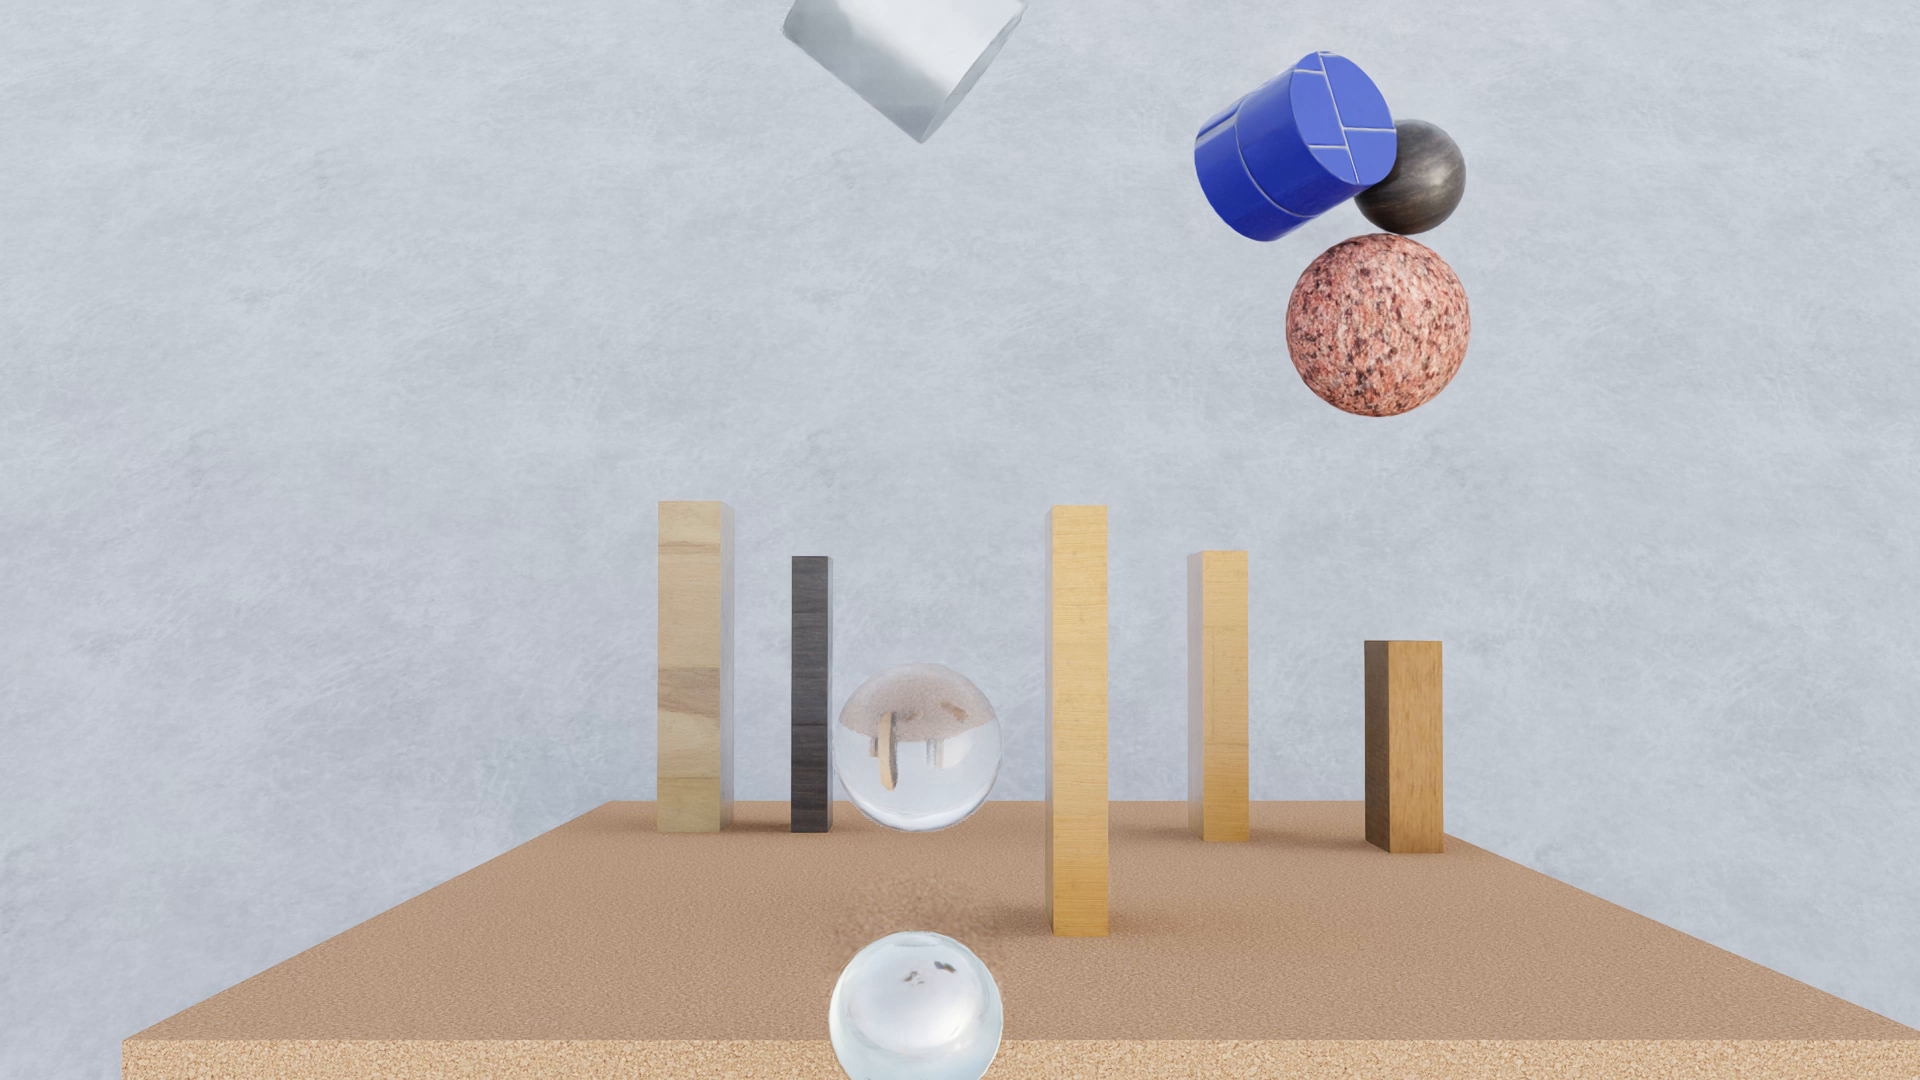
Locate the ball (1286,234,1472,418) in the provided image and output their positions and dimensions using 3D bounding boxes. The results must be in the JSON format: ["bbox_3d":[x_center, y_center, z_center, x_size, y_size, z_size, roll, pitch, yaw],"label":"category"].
[{"bbox_3d":[0.448,-0.230,2.785,0.197,0.197,0.197,0,35,0],"label":"ball"}]

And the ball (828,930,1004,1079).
[{"bbox_3d":[-0.047,0.509,2.762,0.185,0.185,0.185,0,35,0],"label":"ball"}]

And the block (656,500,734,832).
[{"bbox_3d":[-0.605,0.288,5.983,0.140,0.739,0.361,0,-2,0],"label":"block"}]

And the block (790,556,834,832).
[{"bbox_3d":[-0.335,0.347,5.906,0.081,0.615,0.243,0,-2,0],"label":"block"}]

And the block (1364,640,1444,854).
[{"bbox_3d":[0.922,0.424,5.410,0.108,0.428,0.318,0,-2,0],"label":"block"}]

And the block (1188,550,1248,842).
[{"bbox_3d":[0.567,0.339,5.736,0.096,0.620,0.385,0,-2,0],"label":"block"}]

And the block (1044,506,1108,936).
[{"bbox_3d":[0.178,0.272,4.014,0.081,0.635,0.362,0,-2,0],"label":"block"}]

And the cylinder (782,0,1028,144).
[{"bbox_3d":[-0.050,-0.476,2.376,0.160,0.160,0.160,38,42,-2],"label":"cylinder"}]

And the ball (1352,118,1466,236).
[{"bbox_3d":[0.479,-0.388,2.779,0.123,0.123,0.123,0,35,0],"label":"ball"}]

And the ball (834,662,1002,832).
[{"bbox_3d":[-0.047,0.233,2.932,0.191,0.191,0.191,0,35,0],"label":"ball"}]

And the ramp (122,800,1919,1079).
[{"bbox_3d":[0.078,0.669,4.855,2.000,0.100,4.000,0,-2,0],"label":"ramp"}]

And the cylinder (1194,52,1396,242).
[{"bbox_3d":[0.350,-0.410,2.716,0.149,0.149,0.149,-38,7,-41],"label":"cylinder"}]
